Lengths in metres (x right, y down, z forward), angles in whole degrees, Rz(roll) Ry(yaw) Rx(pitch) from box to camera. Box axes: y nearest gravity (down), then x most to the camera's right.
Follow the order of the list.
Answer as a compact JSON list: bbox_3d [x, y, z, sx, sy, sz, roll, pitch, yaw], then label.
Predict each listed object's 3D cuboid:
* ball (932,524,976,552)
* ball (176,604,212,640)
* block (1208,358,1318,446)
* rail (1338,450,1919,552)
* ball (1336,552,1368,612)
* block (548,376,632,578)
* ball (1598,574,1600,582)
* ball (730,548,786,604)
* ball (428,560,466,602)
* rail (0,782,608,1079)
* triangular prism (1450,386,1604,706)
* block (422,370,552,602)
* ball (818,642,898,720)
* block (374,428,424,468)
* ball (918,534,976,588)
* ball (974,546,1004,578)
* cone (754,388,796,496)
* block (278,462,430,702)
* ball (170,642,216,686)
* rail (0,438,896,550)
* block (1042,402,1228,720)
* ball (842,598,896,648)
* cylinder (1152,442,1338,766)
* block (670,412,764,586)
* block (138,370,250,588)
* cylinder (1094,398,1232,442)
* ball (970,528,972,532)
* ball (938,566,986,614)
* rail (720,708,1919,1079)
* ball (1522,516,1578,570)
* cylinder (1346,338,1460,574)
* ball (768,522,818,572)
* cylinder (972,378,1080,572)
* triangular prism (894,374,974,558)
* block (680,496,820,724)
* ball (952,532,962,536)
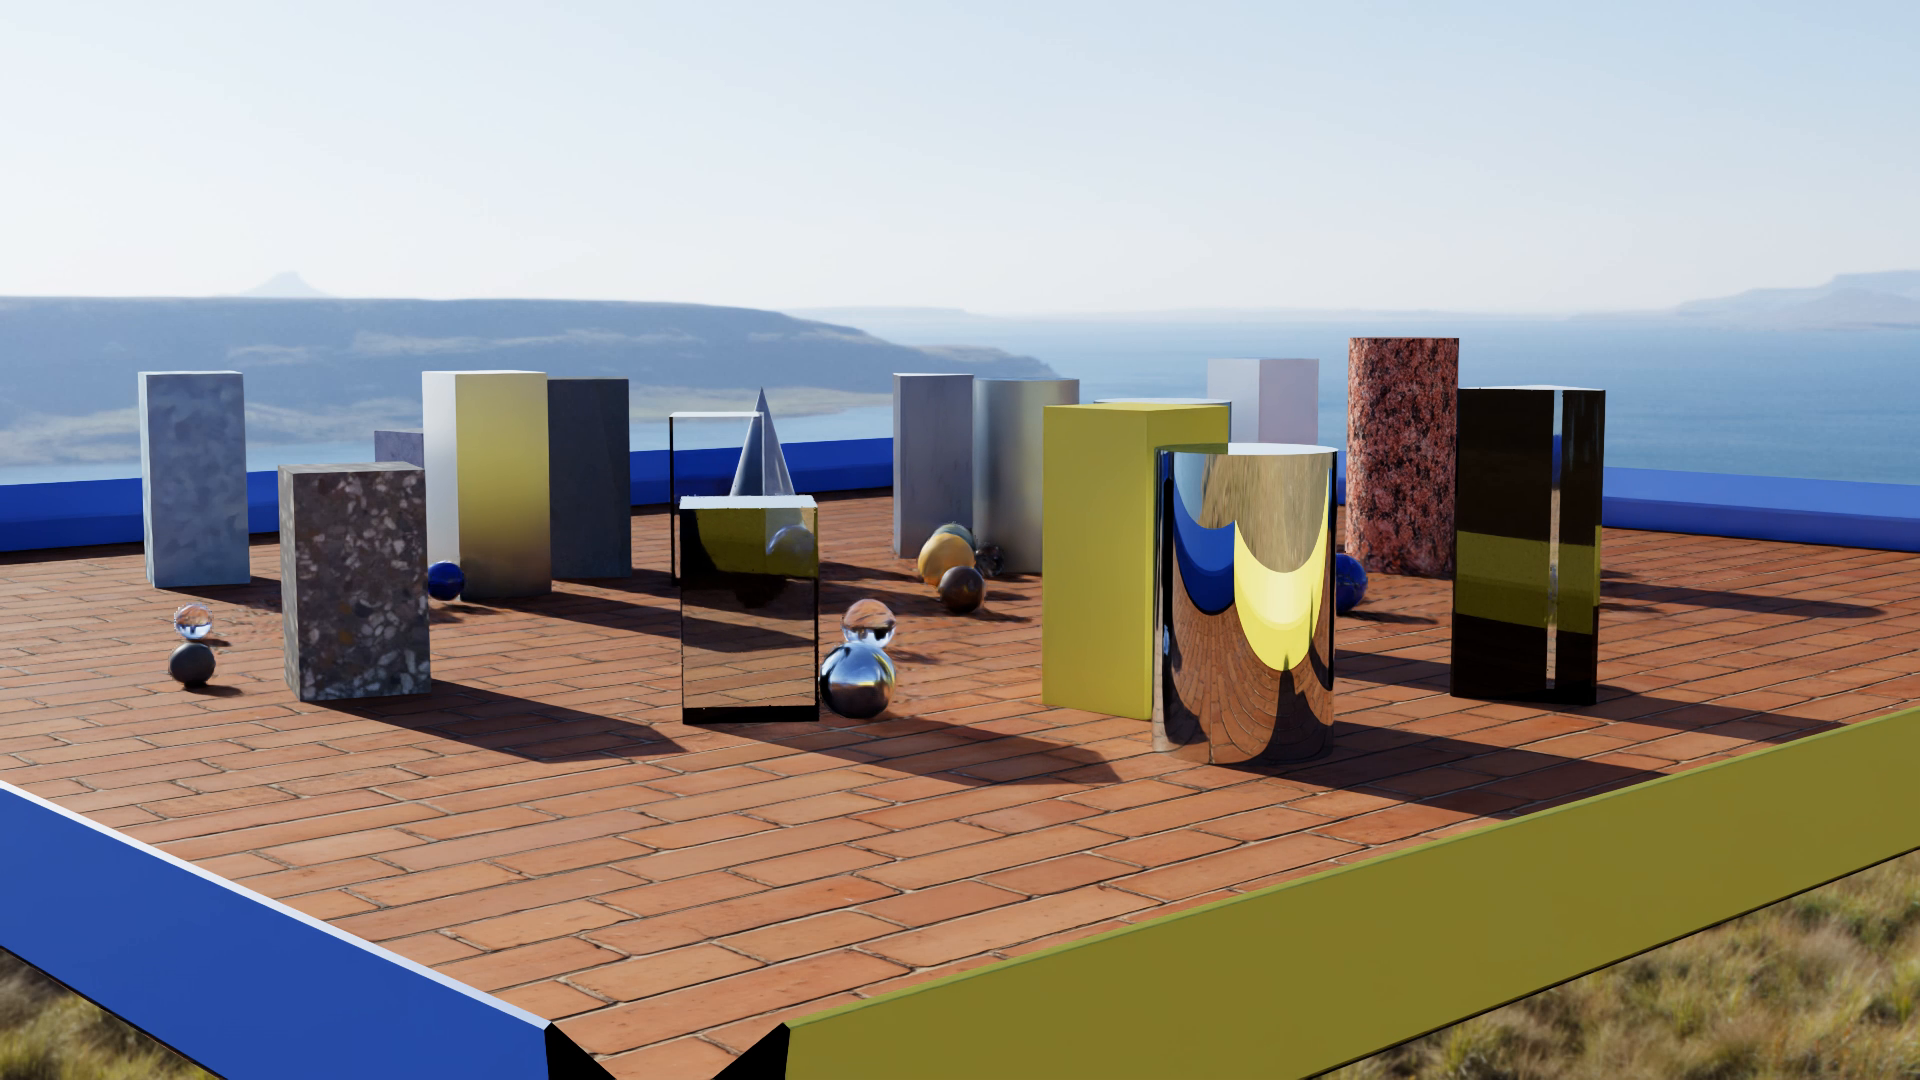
[{"bbox_3d":[-0.013,0.012,3.708,0.079,0.079,0.079,0,6,0],"label":"ball"},{"bbox_3d":[-1.024,0.110,2.940,0.046,0.046,0.046,0,6,0],"label":"ball"},{"bbox_3d":[0.565,-0.167,4.118,0.146,0.346,0.146,-4,7,-34],"label":"block"},{"bbox_3d":[1.251,-0.092,4.480,0.045,0.118,3.334,-6,8,-42],"label":"rail"},{"bbox_3d":[0.549,0.062,3.200,0.086,0.086,0.086,0,6,0],"label":"ball"},{"bbox_3d":[-0.624,-0.107,3.659,0.146,0.325,0.146,-1,6,-9],"label":"block"},{"bbox_3d":[0.922,0.056,3.305,0.075,0.075,0.075,0,6,0],"label":"ball"},{"bbox_3d":[-0.303,0.054,3.293,0.083,0.083,0.083,0,6,0],"label":"ball"},{"bbox_3d":[-0.766,0.061,3.268,0.061,0.061,0.061,0,6,0],"label":"ball"},{"bbox_3d":[-1.251,0.153,2.185,0.045,0.118,3.334,-6,8,-42],"label":"rail"},{"bbox_3d":[0.659,0.000,2.529,0.158,0.352,0.137,2,7,21],"label":"triangular prism"},{"bbox_3d":[-0.731,-0.088,3.398,0.146,0.342,0.146,-4,7,-33],"label":"block"},{"bbox_3d":[-0.110,0.152,2.372,0.085,0.085,0.085,0,6,0],"label":"ball"},{"bbox_3d":[-0.941,-0.085,3.934,0.146,0.223,0.146,6,8,42],"label":"block"},{"bbox_3d":[-0.021,0.035,3.444,0.089,0.089,0.089,0,6,0],"label":"ball"},{"bbox_3d":[0.046,0.035,3.615,0.053,0.053,0.053,0,6,0],"label":"ball"},{"bbox_3d":[-0.344,-0.116,3.831,0.182,0.307,0.182,0,6,0],"label":"cone"},{"bbox_3d":[-0.706,0.044,2.561,0.146,0.258,0.146,-3,7,-23],"label":"block"},{"bbox_3d":[-0.902,0.146,2.585,0.051,0.051,0.051,0,6,0],"label":"ball"},{"bbox_3d":[-1.115,-0.097,4.533,3.451,0.118,0.045,-6,8,-42],"label":"rail"},{"bbox_3d":[0.195,0.018,2.453,0.146,0.333,0.146,6,8,43],"label":"block"},{"bbox_3d":[-0.118,0.110,2.836,0.069,0.069,0.069,0,6,0],"label":"ball"},{"bbox_3d":[0.285,0.059,2.206,0.182,0.302,0.182,0,6,0],"label":"cylinder"},{"bbox_3d":[-0.391,-0.069,3.561,0.146,0.270,0.146,0,6,-4],"label":"block"},{"bbox_3d":[-1.239,-0.102,3.557,0.146,0.337,0.146,-3,7,-25],"label":"block"},{"bbox_3d":[0.269,-0.026,2.936,0.182,0.318,0.182,0,6,0],"label":"cylinder"},{"bbox_3d":[0.025,0.007,3.855,0.056,0.056,0.056,0,6,0],"label":"ball"},{"bbox_3d":[0.003,0.072,3.192,0.069,0.069,0.069,0,6,0],"label":"ball"},{"bbox_3d":[1.115,0.159,2.131,3.451,0.118,0.045,-6,8,-42],"label":"rail"},{"bbox_3d":[0.993,0.006,3.707,0.091,0.091,0.091,0,6,0],"label":"ball"},{"bbox_3d":[0.747,-0.146,3.723,0.182,0.390,0.182,0,6,0],"label":"cylinder"},{"bbox_3d":[-0.280,0.012,3.681,0.084,0.084,0.084,0,6,0],"label":"ball"},{"bbox_3d":[0.112,-0.114,3.747,0.182,0.320,0.182,0,6,0],"label":"cylinder"},{"bbox_3d":[-0.078,-0.138,3.969,0.158,0.321,0.137,-5,8,-37],"label":"triangular prism"},{"bbox_3d":[-0.232,0.073,2.413,0.146,0.231,0.146,-1,6,-6],"label":"block"},{"bbox_3d":[-0.006,0.007,3.920,0.042,0.042,0.042,0,6,0],"label":"ball"}]
